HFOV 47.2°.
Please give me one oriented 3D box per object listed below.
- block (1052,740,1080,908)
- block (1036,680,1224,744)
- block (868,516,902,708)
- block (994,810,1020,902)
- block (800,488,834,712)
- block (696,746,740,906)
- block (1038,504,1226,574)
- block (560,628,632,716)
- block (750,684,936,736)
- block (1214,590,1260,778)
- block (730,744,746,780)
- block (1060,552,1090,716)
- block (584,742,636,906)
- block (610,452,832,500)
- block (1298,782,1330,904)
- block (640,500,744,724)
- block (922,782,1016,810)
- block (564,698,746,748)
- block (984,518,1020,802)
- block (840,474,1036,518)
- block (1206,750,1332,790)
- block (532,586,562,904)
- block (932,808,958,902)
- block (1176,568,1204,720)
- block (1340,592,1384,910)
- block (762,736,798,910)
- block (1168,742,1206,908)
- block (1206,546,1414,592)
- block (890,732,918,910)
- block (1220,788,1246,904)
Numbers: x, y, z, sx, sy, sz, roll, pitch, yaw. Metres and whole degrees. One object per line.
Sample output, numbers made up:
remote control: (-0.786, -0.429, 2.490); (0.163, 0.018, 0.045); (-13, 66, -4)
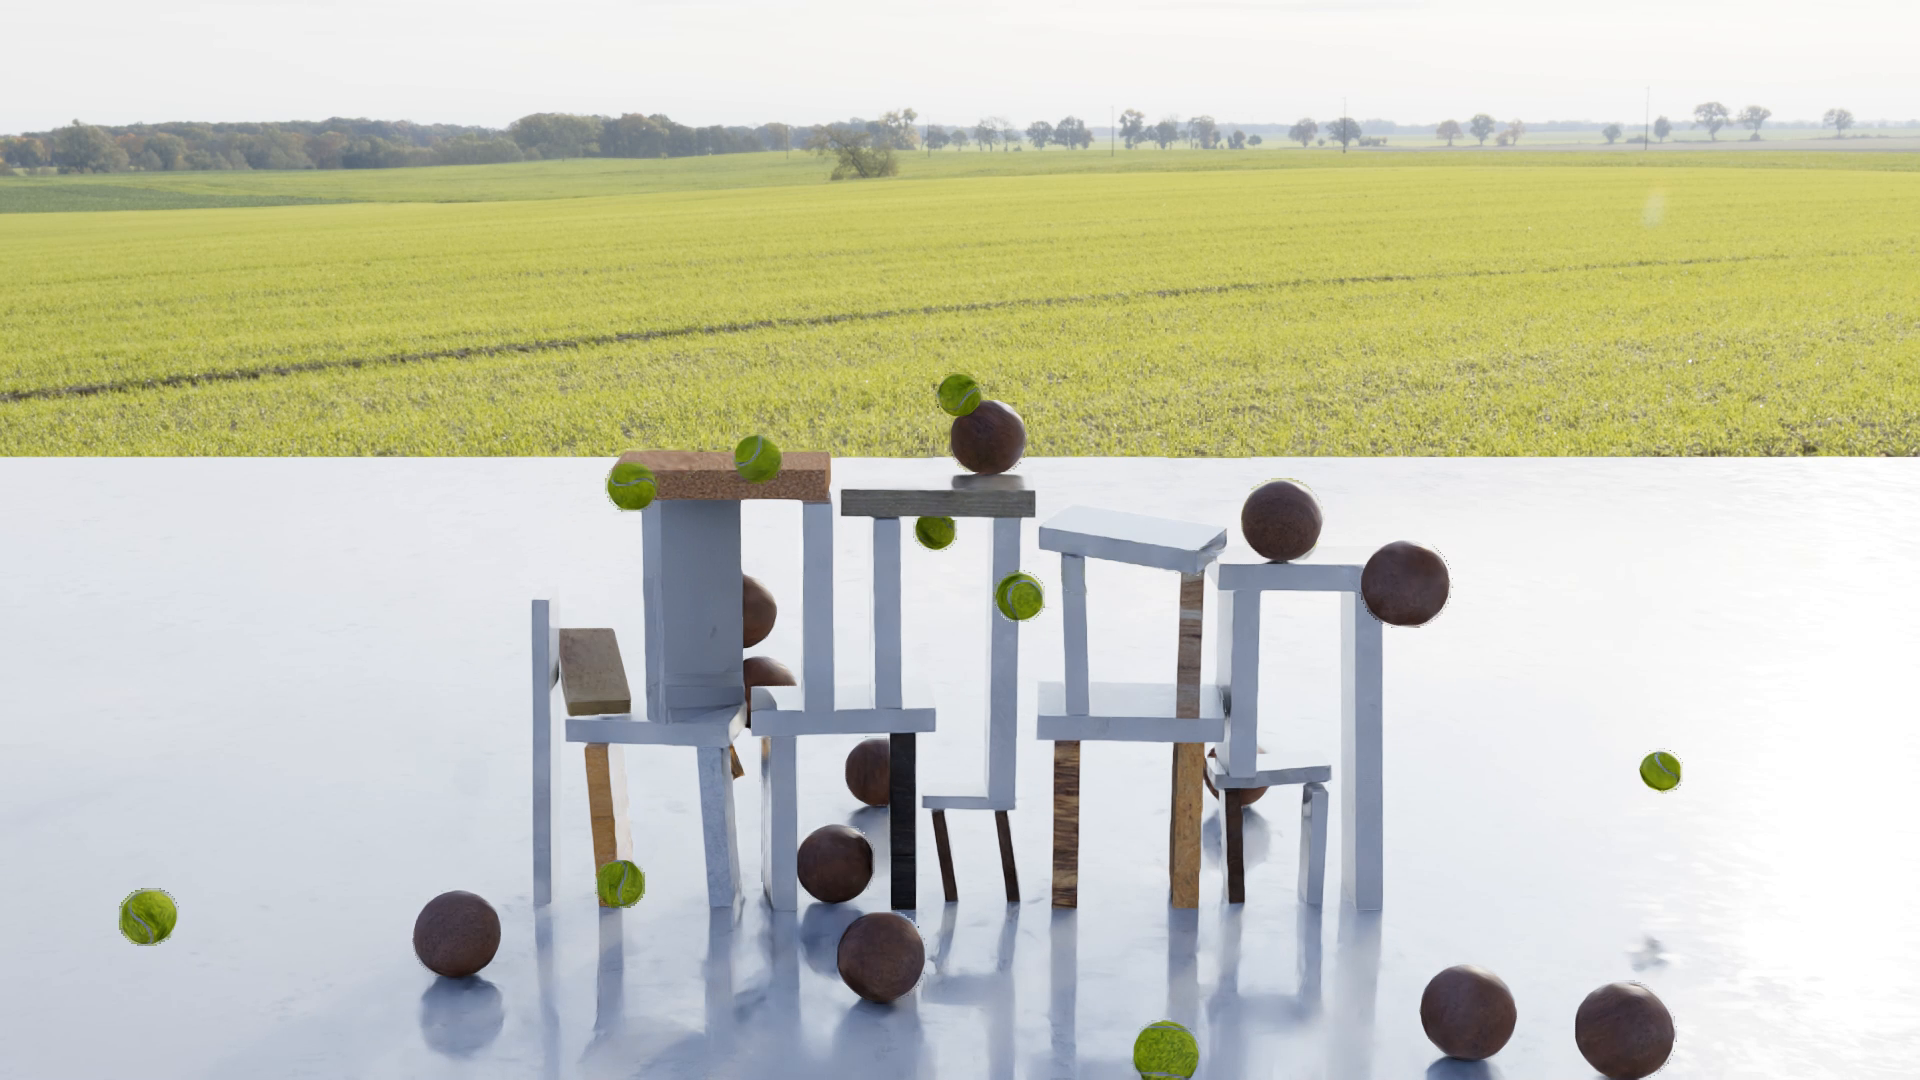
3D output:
block: (0.175, 0.438, 3.624); (0.042, 0.298, 0.149); (1, 18, 3)
block: (0.274, 0.278, 3.567); (0.298, 0.042, 0.149); (1, 18, 3)
block: (-0.123, 0.103, 3.576); (0.044, 0.309, 0.154); (-1, 12, -6)
block: (0.079, 0.513, 3.653); (0.022, 0.155, 0.077); (-8, 10, 3)
block: (-0.232, 0.092, 3.556); (0.048, 0.338, 0.169); (-1, 12, -6)
block: (-0.400, 0.455, 3.645); (0.038, 0.271, 0.135); (-3, 12, 0)
block: (0.270, -0.003, 3.446); (0.264, 0.037, 0.132); (9, 20, 25)
block: (-0.613, 0.218, 3.660); (0.102, 0.029, 0.203); (-1, 34, -19)
block: (-0.192, 0.278, 3.604); (0.297, 0.042, 0.148); (-1, 11, -5)
block: (0.454, 0.218, 3.604); (0.044, 0.310, 0.155); (0, 10, -2)
block: (-0.425, 0.355, 3.929); (0.029, 0.102, 0.203); (-22, -18, -8)
block: (0.183, 0.132, 3.518); (0.037, 0.264, 0.132); (-2, 18, 2)
block: (-0.579, 0.454, 3.645); (0.038, 0.271, 0.135); (-3, 12, 1)
block: (-0.381, -0.105, 3.551); (0.338, 0.048, 0.169); (0, 12, -1)
block: (0.586, 0.496, 3.651); (0.027, 0.192, 0.096); (1, 11, 0)
block: (-0.433, 0.101, 3.578); (0.048, 0.368, 0.169); (11, 16, 41)
block: (0.016, 0.424, 3.642); (0.155, 0.022, 0.077); (1, 11, 2)
block: (-0.500, 0.299, 3.627); (0.271, 0.038, 0.135); (1, 12, 7)
block: (0.068, 0.181, 3.605); (0.044, 0.471, 0.154); (0, 11, -3)
block: (-0.035, -0.072, 3.551); (0.309, 0.044, 0.154); (0, 11, 0)
block: (0.511, 0.380, 3.640); (0.192, 0.027, 0.096); (-5, 10, -1)
block: (-0.681, 0.338, 3.620); (0.029, 0.513, 0.102); (1, 10, -1)
block: (-0.025, 0.514, 3.652); (0.022, 0.155, 0.077); (-9, 10, 2)
block: (0.367, 0.137, 3.504); (0.037, 0.264, 0.132); (2, 18, 6)
block: (0.661, 0.330, 3.618); (0.044, 0.529, 0.155); (-2, 10, 1)
block: (-0.299, 0.444, 3.634); (0.042, 0.297, 0.148); (-2, 11, -10)
block: (0.373, 0.438, 3.624); (0.042, 0.298, 0.149); (1, 18, 2)
block: (0.564, 0.046, 3.564); (0.311, 0.044, 0.155); (1, 10, -1)
block: (-0.093, 0.444, 3.639); (0.042, 0.297, 0.148); (0, 11, 0)
block: (0.451, 0.495, 3.651); (0.027, 0.192, 0.096); (-3, 10, 1)
